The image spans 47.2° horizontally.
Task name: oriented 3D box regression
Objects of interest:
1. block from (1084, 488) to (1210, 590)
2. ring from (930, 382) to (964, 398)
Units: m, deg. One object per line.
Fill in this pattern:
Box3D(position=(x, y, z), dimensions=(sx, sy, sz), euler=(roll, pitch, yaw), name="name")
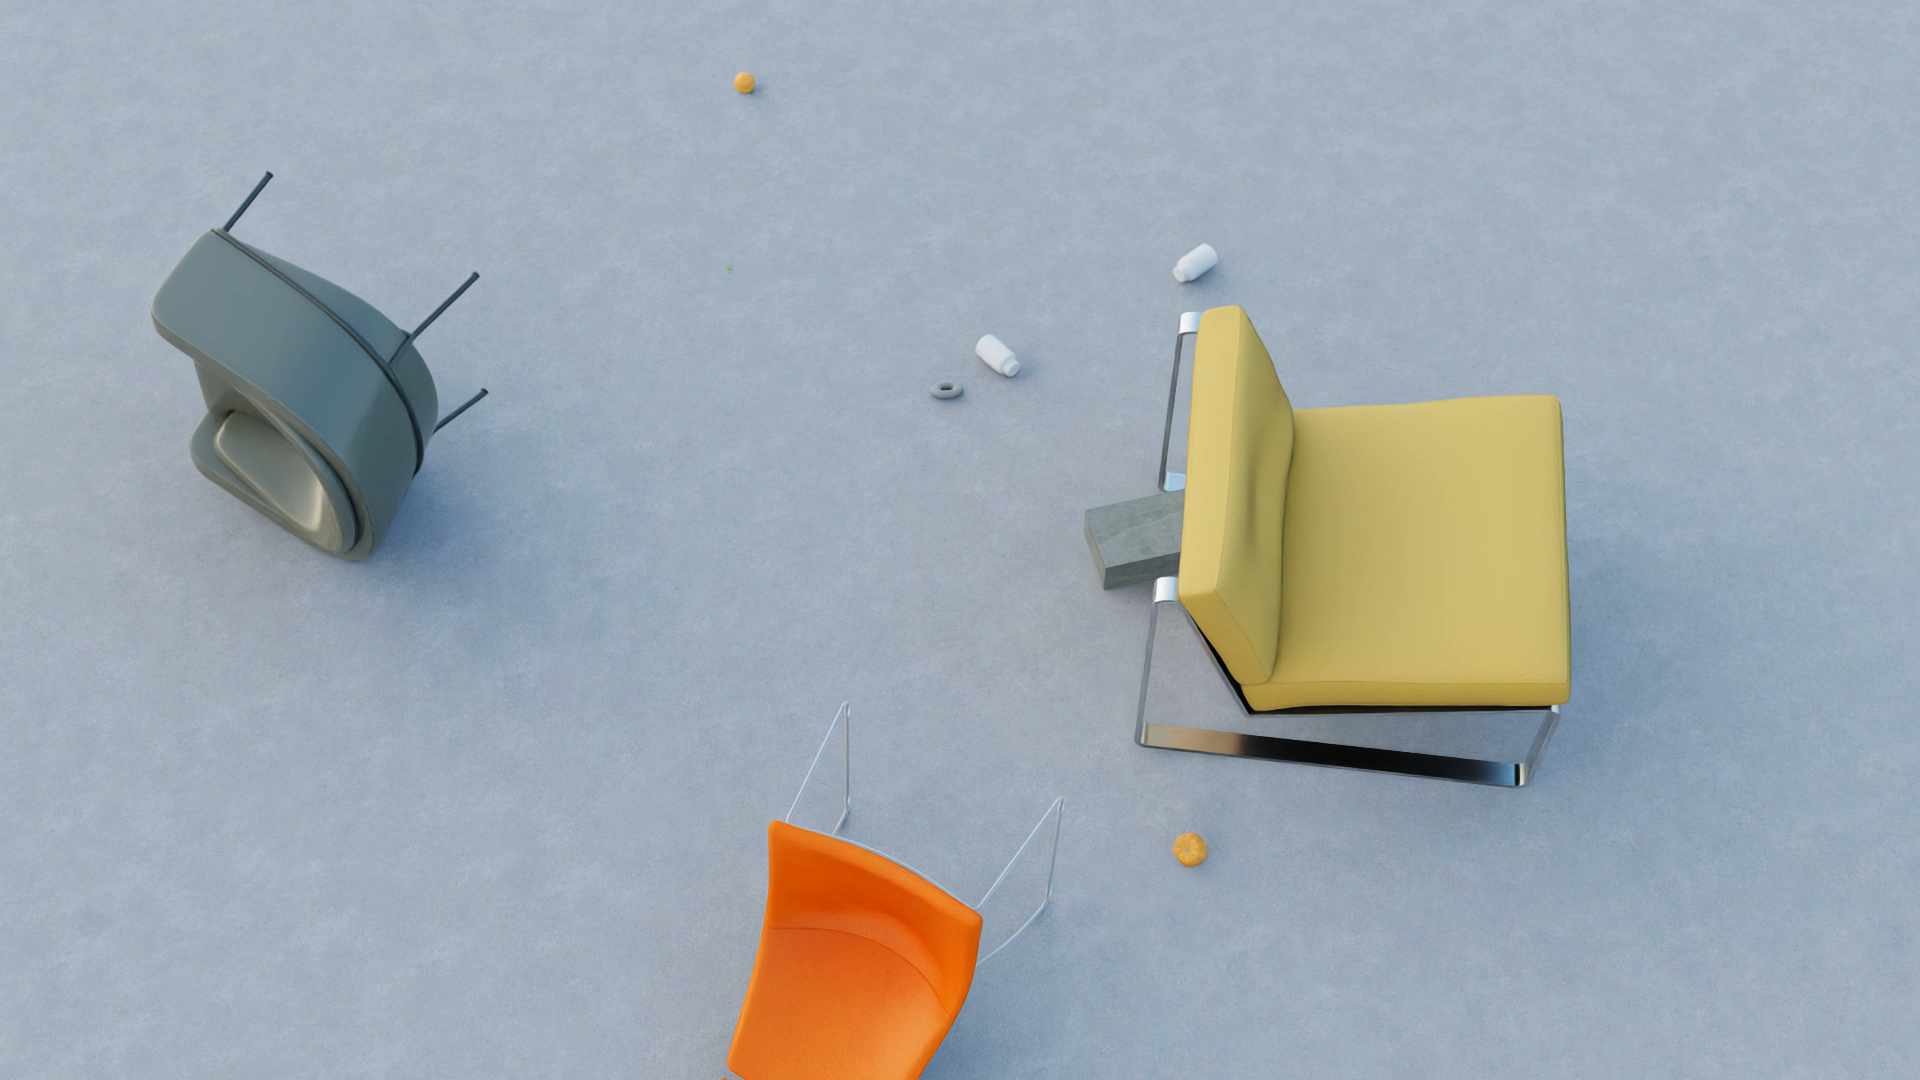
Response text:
Box3D(position=(0.549, -0.003, 6.503), dimensions=(0.315, 0.121, 0.212), euler=(-12, 57, -8), name="block")
Box3D(position=(-0.041, -0.468, 6.868), dimensions=(0.107, 0.034, 0.057), euler=(-6, 55, -5), name="ring")
